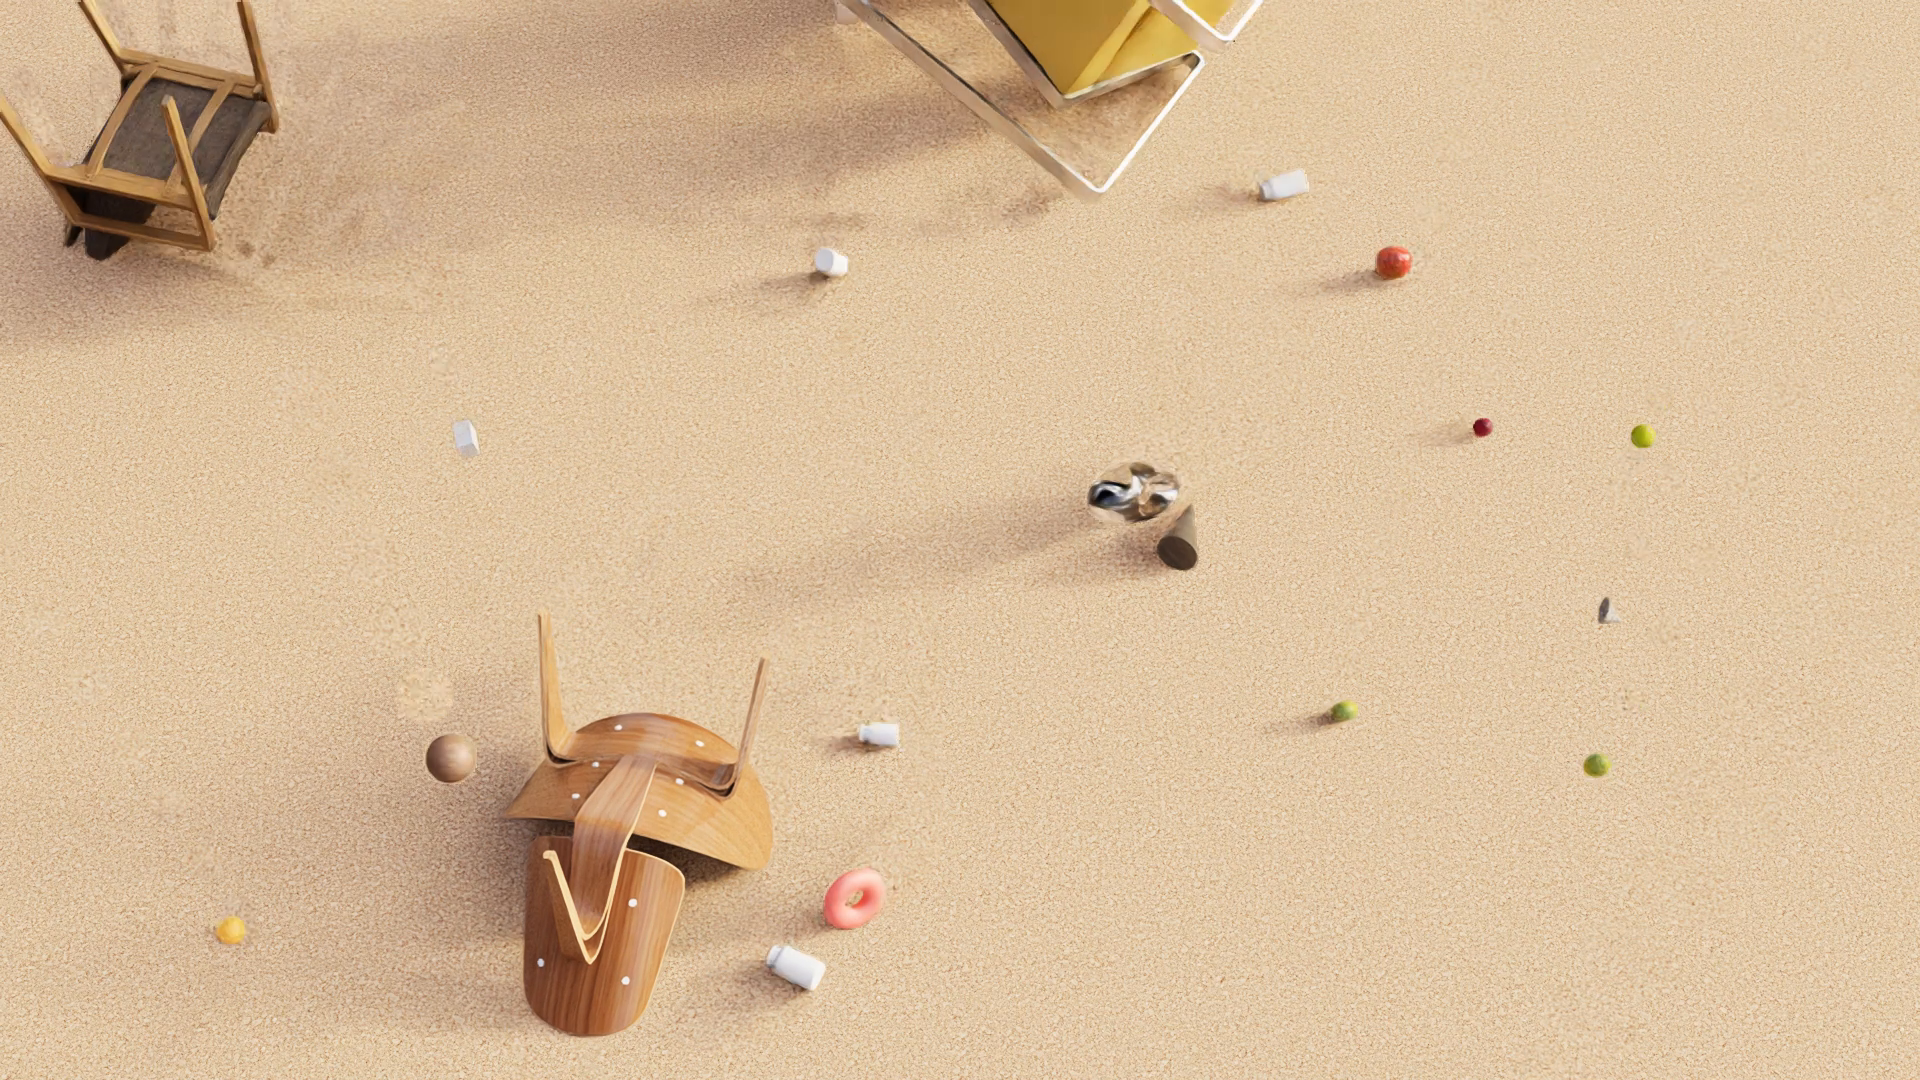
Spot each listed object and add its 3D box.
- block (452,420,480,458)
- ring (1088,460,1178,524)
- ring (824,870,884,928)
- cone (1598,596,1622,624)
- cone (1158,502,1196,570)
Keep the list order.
[{"bbox_3d":[-1.397,-0.287,6.221,0.046,0.056,0.082,-18,60,-1],"label":"block"},{"bbox_3d":[0.511,-0.141,6.442,0.153,0.173,0.420,7,14,30],"label":"ring"},{"bbox_3d":[-0.280,0.952,5.843,0.178,0.175,0.050,-47,40,-3],"label":"ring"},{"bbox_3d":[1.871,0.217,6.303,0.063,0.051,0.112,31,41,-6],"label":"cone"},{"bbox_3d":[0.669,-0.038,6.563,0.112,0.131,0.242,-25,29,34],"label":"cone"}]
